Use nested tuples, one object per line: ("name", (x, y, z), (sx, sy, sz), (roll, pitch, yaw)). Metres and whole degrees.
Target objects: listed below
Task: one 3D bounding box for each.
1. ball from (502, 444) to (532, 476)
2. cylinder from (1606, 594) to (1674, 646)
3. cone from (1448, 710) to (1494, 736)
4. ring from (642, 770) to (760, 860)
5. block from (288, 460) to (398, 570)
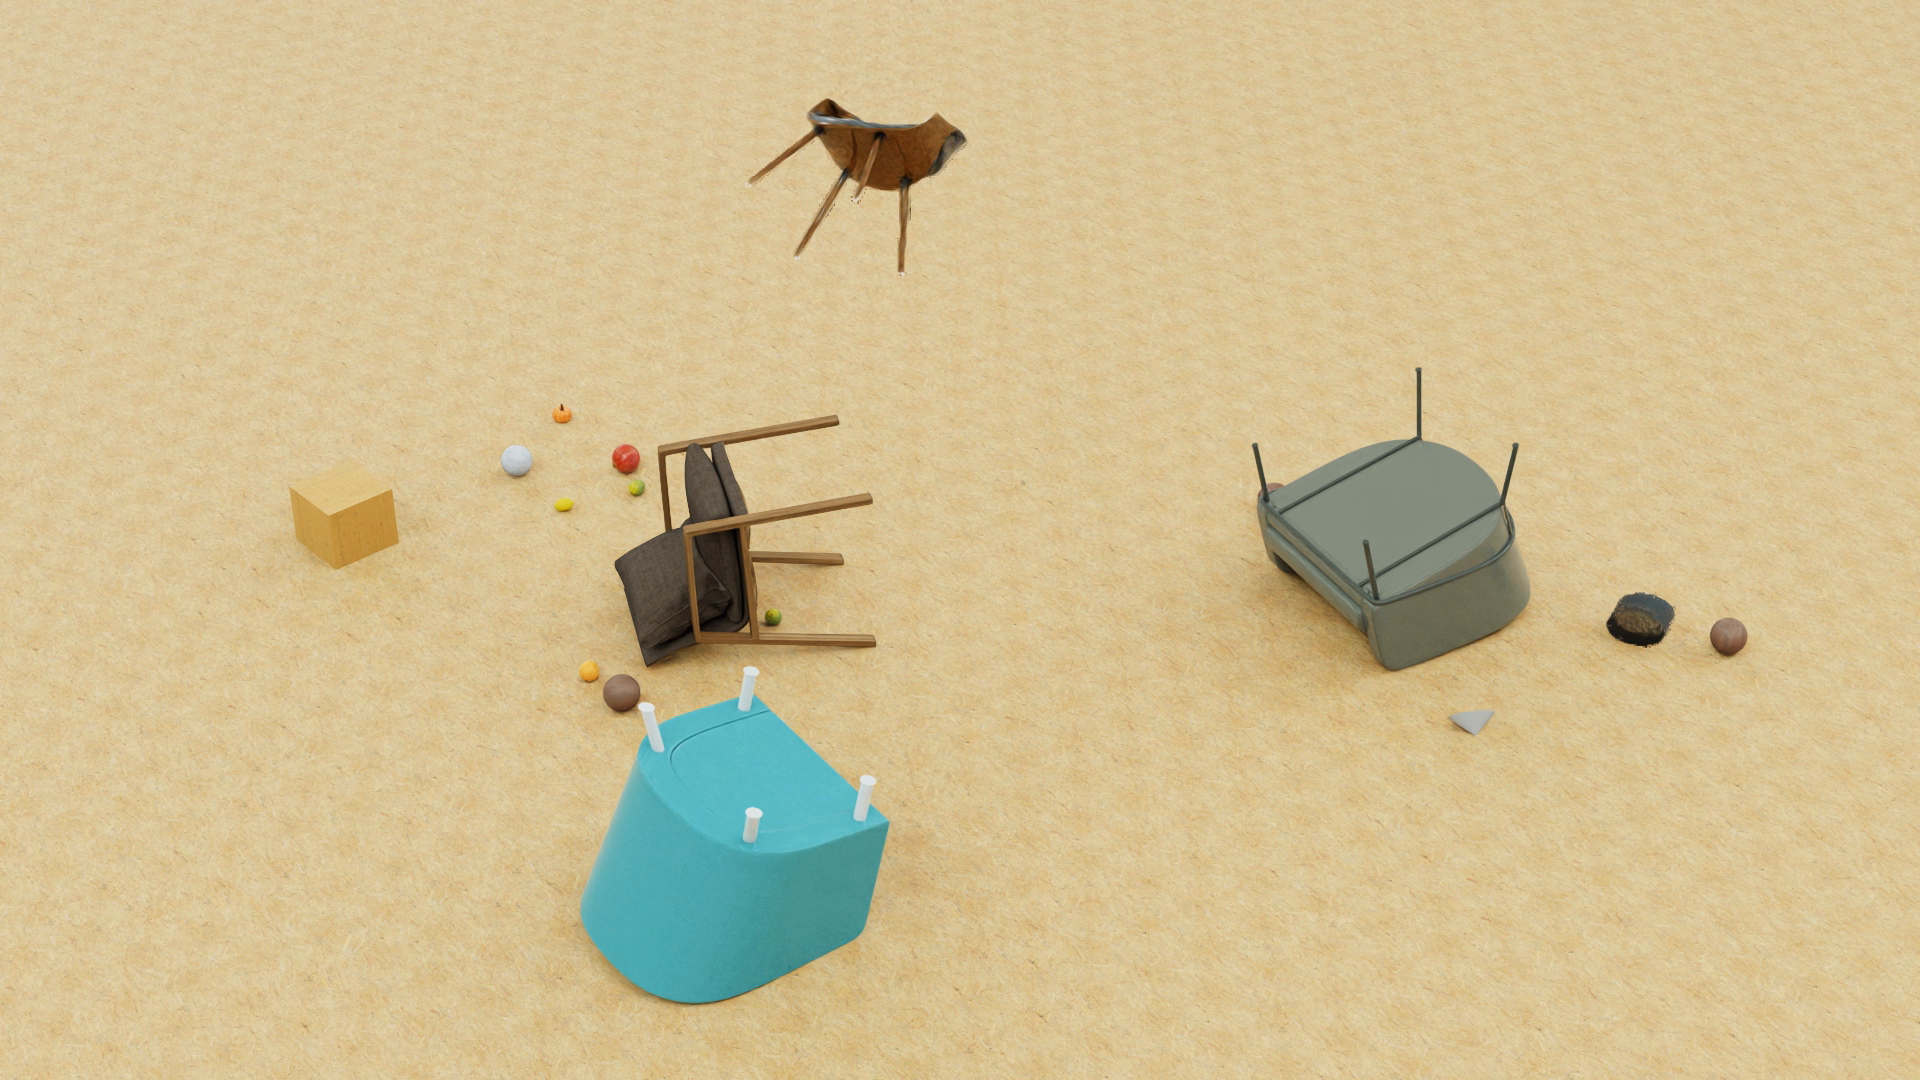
("ball", (-1.708, -0.307, 11.300), (0.121, 0.121, 0.121), (0, 33, 0))
("cylinder", (2.413, 0.281, 10.392), (0.210, 0.137, 0.132), (8, 33, 27))
("cone", (1.741, 0.630, 9.948), (0.168, 0.114, 0.074), (-3, 71, -13))
("ring", (-0.842, 0.893, 9.526), (0.384, 0.072, 0.446), (2, 33, 2))
("block", (-2.284, -0.095, 10.872), (0.271, 0.238, 0.273), (-26, 42, -34))
